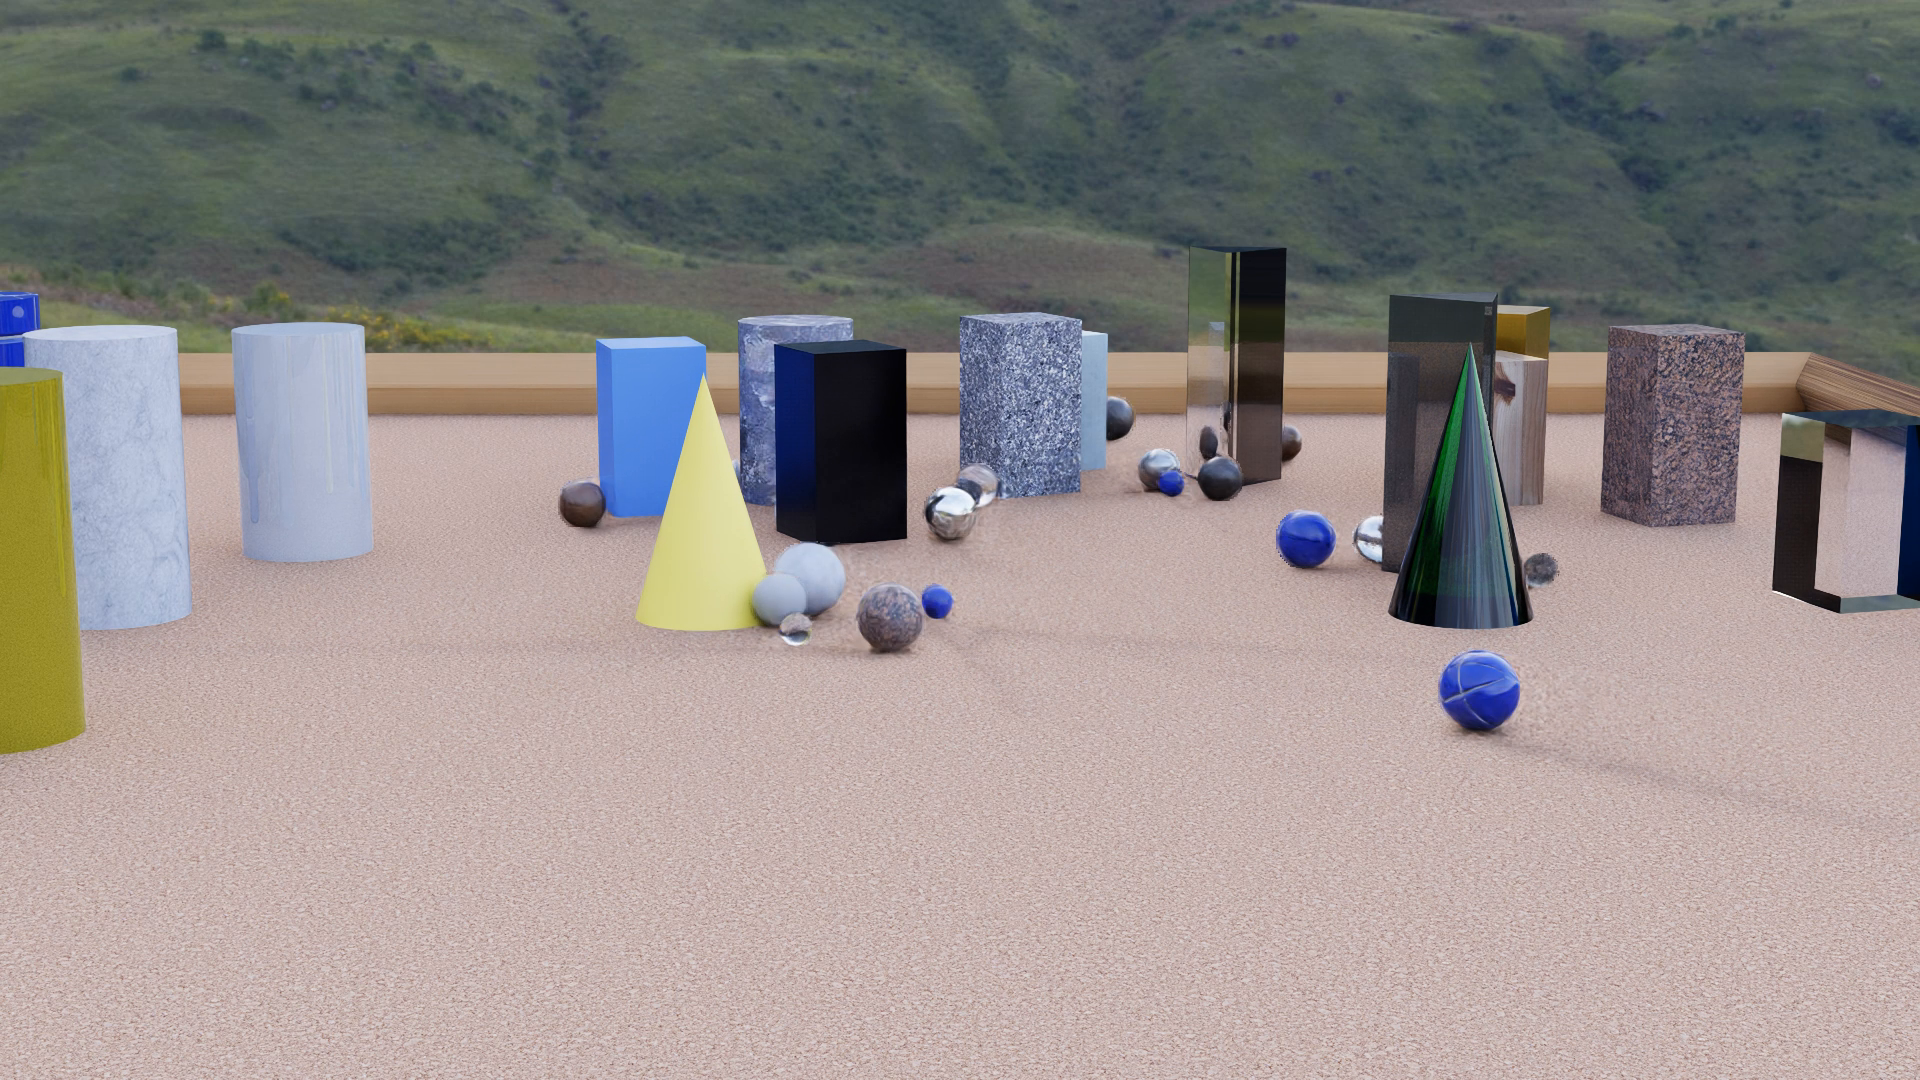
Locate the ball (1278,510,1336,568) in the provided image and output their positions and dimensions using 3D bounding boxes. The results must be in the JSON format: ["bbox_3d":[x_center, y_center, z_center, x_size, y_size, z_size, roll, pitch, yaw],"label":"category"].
[{"bbox_3d":[0.507,-0.002,3.751,0.084,0.084,0.084,0,11,0],"label":"ball"}]

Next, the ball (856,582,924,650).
[{"bbox_3d":[-0.087,0.096,3.219,0.086,0.086,0.086,0,11,0],"label":"ball"}]

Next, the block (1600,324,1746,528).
[{"bbox_3d":[1.150,-0.188,4.145,0.154,0.305,0.154,-3,11,-16],"label":"block"}]

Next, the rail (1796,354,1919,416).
[{"bbox_3d":[1.783,0.030,3.459,0.045,0.125,3.979,0,11,0],"label":"rail"}]

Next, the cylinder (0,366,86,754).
[{"bbox_3d":[-1.064,0.019,2.789,0.193,0.394,0.193,0,11,0],"label":"cylinder"}]

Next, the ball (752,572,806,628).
[{"bbox_3d":[-0.236,0.078,3.354,0.071,0.071,0.071,0,11,0],"label":"ball"}]

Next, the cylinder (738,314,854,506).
[{"bbox_3d":[-0.276,-0.220,4.333,0.193,0.301,0.193,0,11,0],"label":"cylinder"}]

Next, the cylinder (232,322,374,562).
[{"bbox_3d":[-0.988,-0.150,3.859,0.193,0.336,0.193,0,11,0],"label":"cylinder"}]

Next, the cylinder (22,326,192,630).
[{"bbox_3d":[-1.128,-0.087,3.402,0.193,0.378,0.193,0,11,0],"label":"cylinder"}]

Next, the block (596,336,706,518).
[{"bbox_3d":[-0.509,-0.189,4.236,0.154,0.275,0.154,-3,11,-17],"label":"block"}]

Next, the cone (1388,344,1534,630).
[{"bbox_3d":[0.671,-0.082,3.407,0.193,0.367,0.193,0,11,0],"label":"cone"}]

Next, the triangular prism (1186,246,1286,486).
[{"bbox_3d":[0.460,-0.308,4.512,0.145,0.409,0.167,9,14,41],"label":"triangular prism"}]

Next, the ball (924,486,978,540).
[{"bbox_3d":[-0.014,-0.041,3.969,0.082,0.082,0.082,0,11,0],"label":"ball"}]

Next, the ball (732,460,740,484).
[{"bbox_3d":[-0.386,-0.111,4.420,0.054,0.054,0.054,0,11,0],"label":"ball"}]

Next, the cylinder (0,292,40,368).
[{"bbox_3d":[-1.445,-0.162,3.776,0.193,0.391,0.193,0,11,0],"label":"cylinder"}]

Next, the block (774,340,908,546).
[{"bbox_3d":[-0.186,-0.153,3.987,0.154,0.296,0.154,-5,12,-27],"label":"block"}]

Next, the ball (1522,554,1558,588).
[{"bbox_3d":[0.815,0.044,3.605,0.048,0.048,0.048,0,11,0],"label":"ball"}]

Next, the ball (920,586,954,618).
[{"bbox_3d":[-0.030,0.082,3.408,0.044,0.044,0.044,0,11,0],"label":"ball"}]

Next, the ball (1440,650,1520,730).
[{"bbox_3d":[0.575,0.166,2.837,0.088,0.088,0.088,0,11,0],"label":"ball"}]

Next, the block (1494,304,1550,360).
[{"bbox_3d":[0.943,-0.259,4.546,0.154,0.300,0.154,6,12,27],"label":"block"}]

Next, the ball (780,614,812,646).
[{"bbox_3d":[-0.208,0.113,3.248,0.042,0.042,0.042,0,11,0],"label":"ball"}]

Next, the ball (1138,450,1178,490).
[{"bbox_3d":[0.343,-0.122,4.439,0.070,0.070,0.070,0,11,0],"label":"ball"}]

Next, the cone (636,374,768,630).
[{"bbox_3d":[-0.337,-0.060,3.401,0.193,0.326,0.193,0,11,0],"label":"cone"}]

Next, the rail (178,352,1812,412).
[{"bbox_3d":[-0.011,-0.327,5.382,3.613,0.125,0.045,0,11,0],"label":"rail"}]

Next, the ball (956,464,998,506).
[{"bbox_3d":[0.028,-0.090,4.265,0.070,0.070,0.070,0,11,0],"label":"ball"}]

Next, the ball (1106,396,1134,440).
[{"bbox_3d":[0.298,-0.238,5.018,0.085,0.085,0.085,0,11,0],"label":"ball"}]

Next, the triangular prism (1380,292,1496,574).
[{"bbox_3d":[0.723,-0.152,3.692,0.167,0.401,0.145,10,15,44],"label":"triangular prism"}]

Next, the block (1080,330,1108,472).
[{"bbox_3d":[0.158,-0.255,4.670,0.154,0.245,0.154,-8,13,-36],"label":"block"}]

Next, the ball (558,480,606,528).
[{"bbox_3d":[-0.600,-0.057,4.076,0.075,0.075,0.075,0,11,0],"label":"ball"}]

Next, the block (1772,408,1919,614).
[{"bbox_3d":[1.230,-0.042,3.510,0.154,0.251,0.154,-3,11,-17],"label":"block"}]

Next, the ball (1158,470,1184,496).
[{"bbox_3d":[0.361,-0.097,4.370,0.045,0.045,0.045,0,11,0],"label":"ball"}]

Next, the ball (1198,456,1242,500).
[{"bbox_3d":[0.438,-0.104,4.330,0.073,0.073,0.073,0,11,0],"label":"ball"}]

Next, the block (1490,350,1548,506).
[{"bbox_3d":[0.877,-0.188,4.319,0.154,0.242,0.154,-3,11,-18],"label":"block"}]

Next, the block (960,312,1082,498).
[{"bbox_3d":[0.103,-0.235,4.421,0.154,0.297,0.154,-5,12,-27],"label":"block"}]

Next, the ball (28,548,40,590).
[{"bbox_3d":[-1.243,0.037,3.540,0.084,0.084,0.084,0,11,0],"label":"ball"}]

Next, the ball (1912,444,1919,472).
[{"bbox_3d":[1.732,-0.146,4.576,0.066,0.066,0.066,0,11,0],"label":"ball"}]

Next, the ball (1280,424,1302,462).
[{"bbox_3d":[0.599,-0.180,4.751,0.068,0.068,0.068,0,11,0],"label":"ball"}]

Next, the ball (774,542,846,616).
[{"bbox_3d":[-0.202,0.052,3.427,0.096,0.096,0.096,0,11,0],"label":"ball"}]

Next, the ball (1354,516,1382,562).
[{"bbox_3d":[0.618,-0.002,3.794,0.069,0.069,0.069,0,11,0],"label":"ball"}]
